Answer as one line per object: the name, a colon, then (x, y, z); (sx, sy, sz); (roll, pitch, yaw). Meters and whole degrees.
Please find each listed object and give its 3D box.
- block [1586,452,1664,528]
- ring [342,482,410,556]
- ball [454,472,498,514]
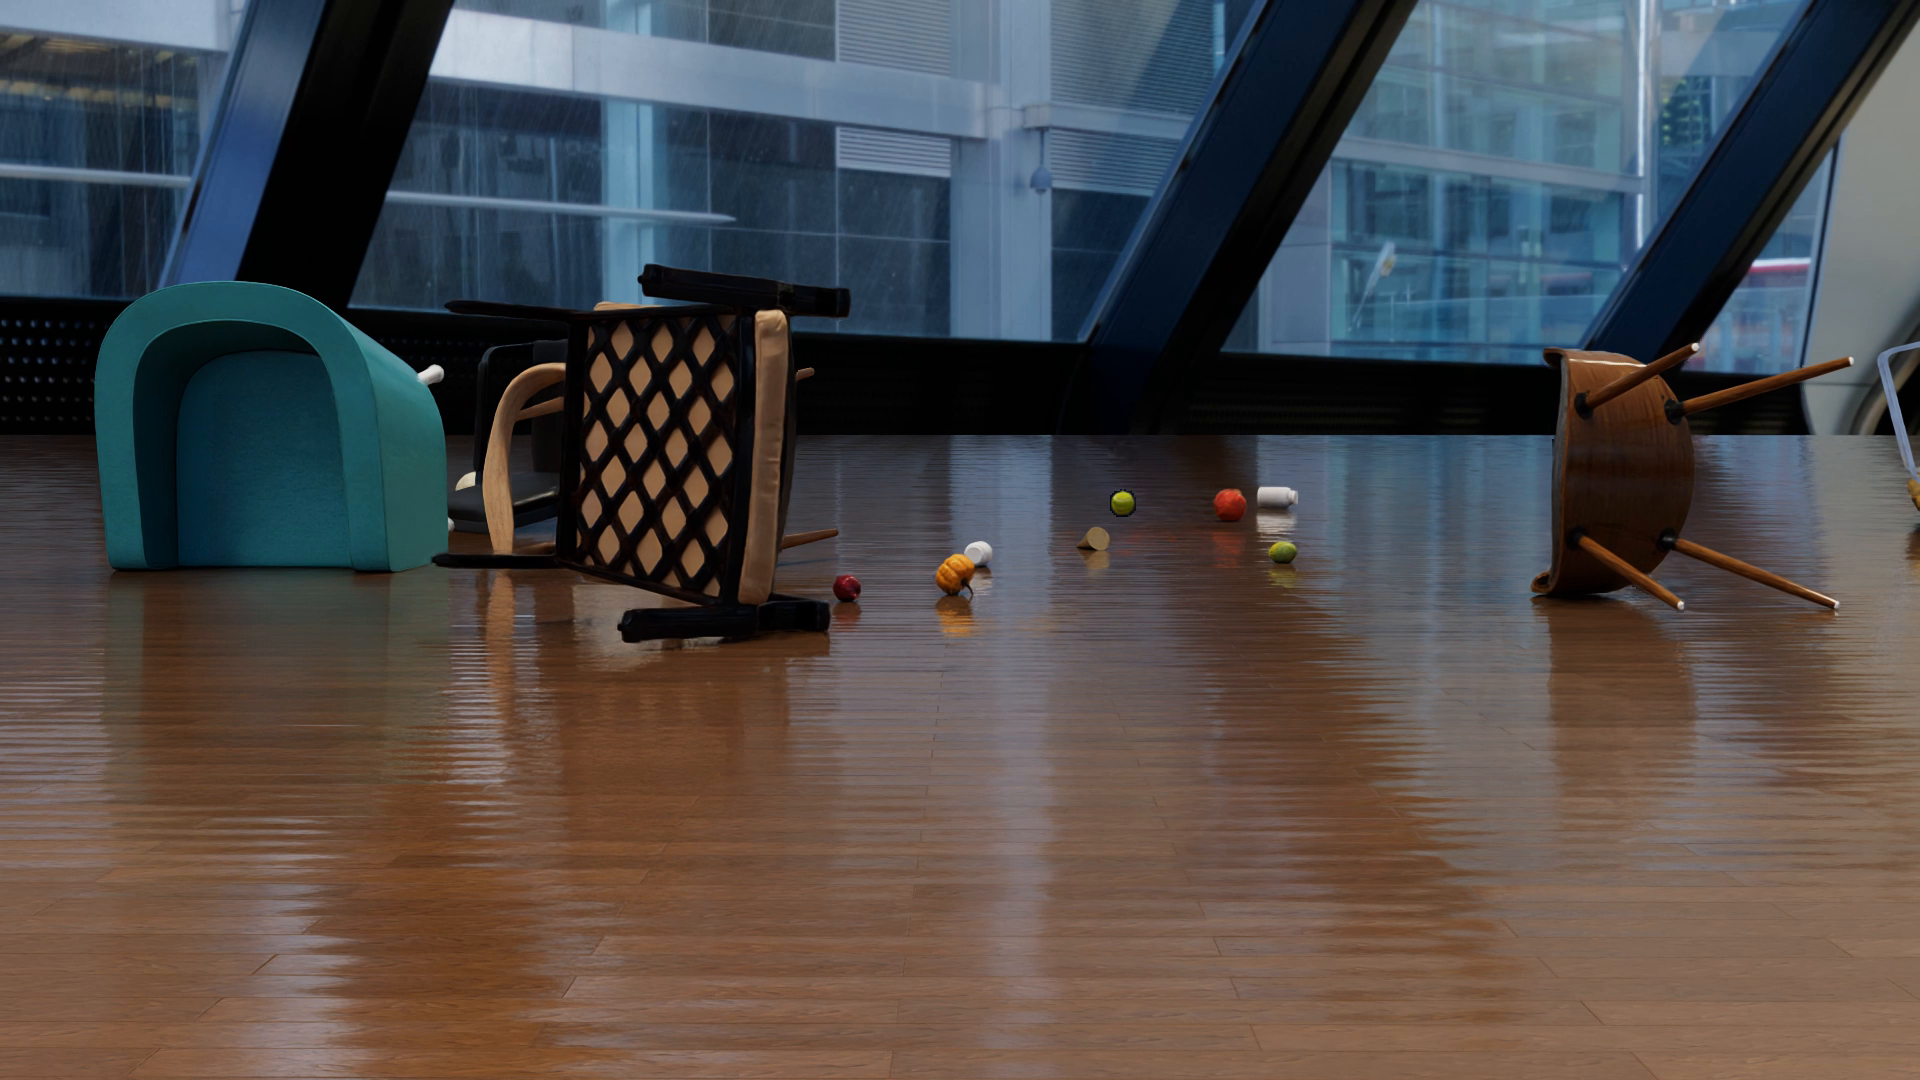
block: (2.172, -0.164, 7.182); (0.161, 0.239, 0.173); (-3, 5, -39)
ring: (-1.585, -0.057, 5.978); (0.161, 0.198, 0.221); (6, 20, -9)
ball: (-1.732, -0.168, 7.883); (0.153, 0.153, 0.153); (0, 4, 0)
